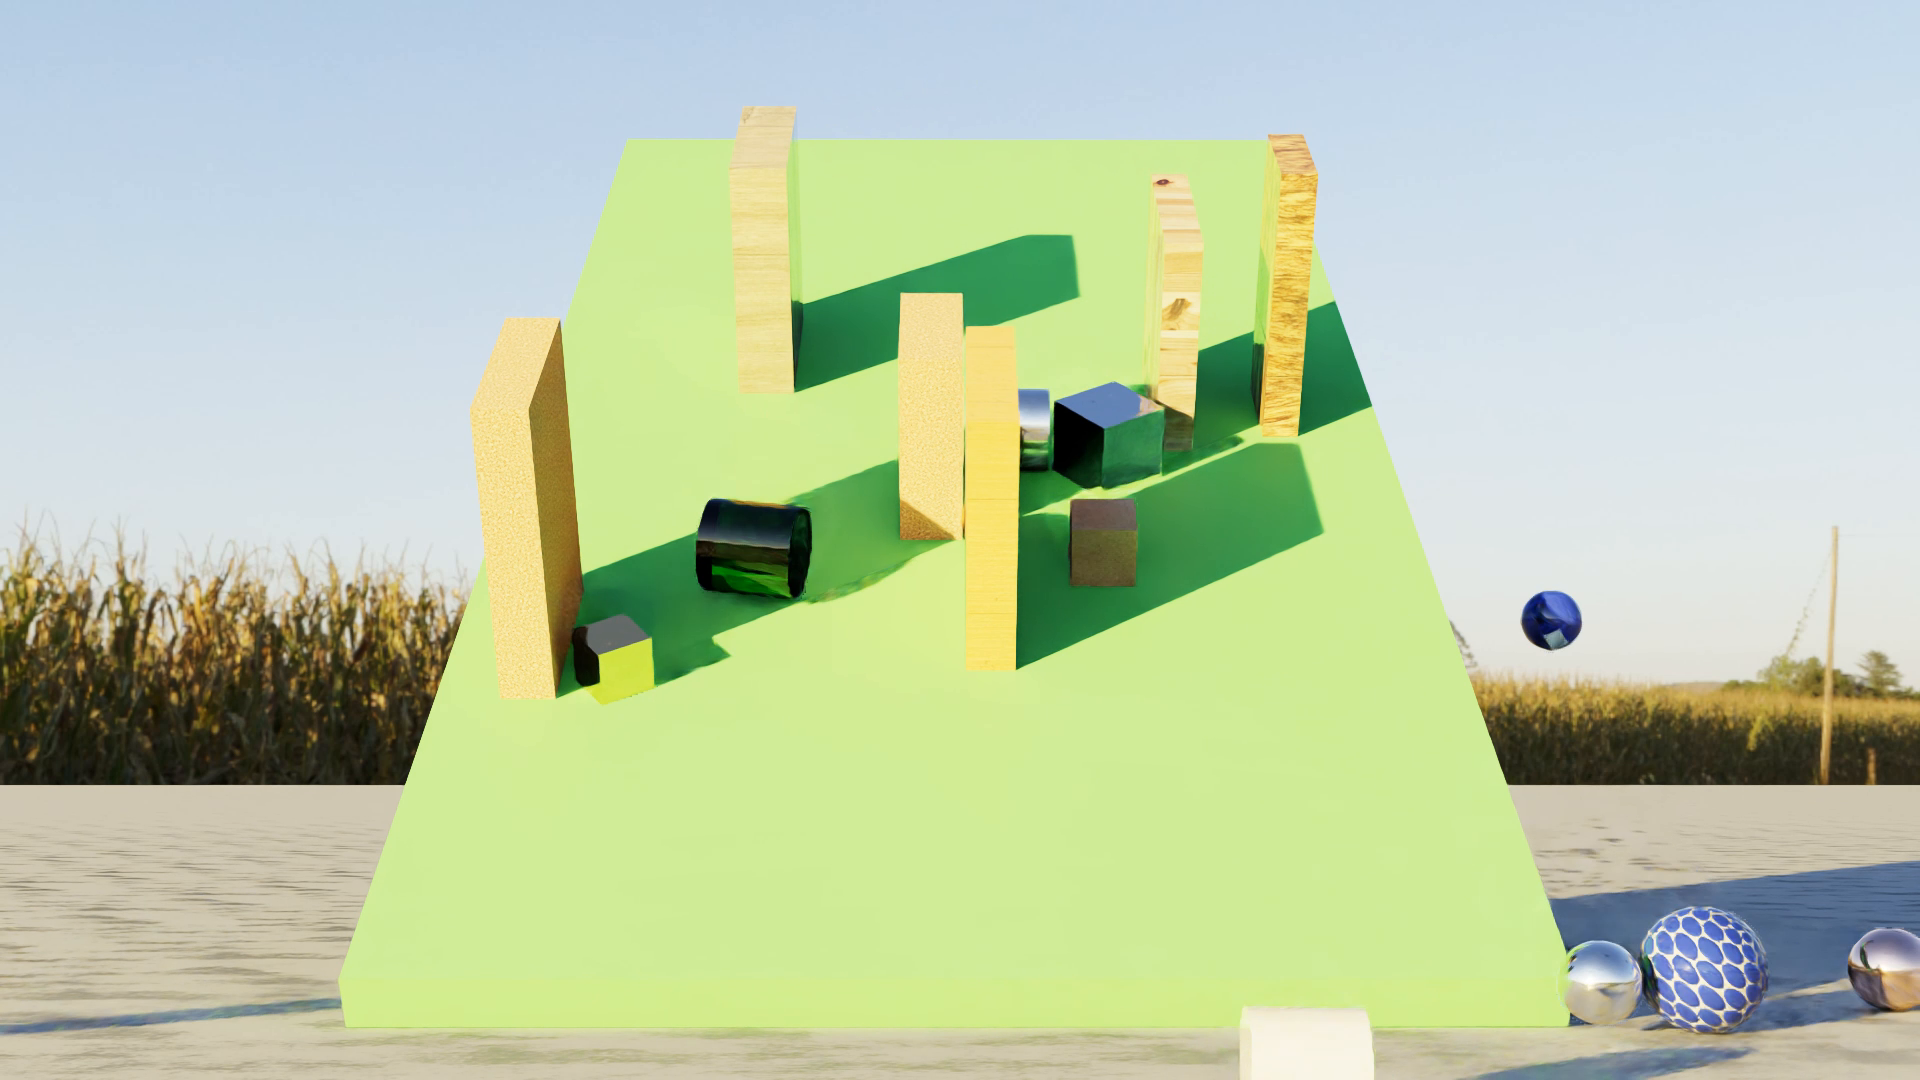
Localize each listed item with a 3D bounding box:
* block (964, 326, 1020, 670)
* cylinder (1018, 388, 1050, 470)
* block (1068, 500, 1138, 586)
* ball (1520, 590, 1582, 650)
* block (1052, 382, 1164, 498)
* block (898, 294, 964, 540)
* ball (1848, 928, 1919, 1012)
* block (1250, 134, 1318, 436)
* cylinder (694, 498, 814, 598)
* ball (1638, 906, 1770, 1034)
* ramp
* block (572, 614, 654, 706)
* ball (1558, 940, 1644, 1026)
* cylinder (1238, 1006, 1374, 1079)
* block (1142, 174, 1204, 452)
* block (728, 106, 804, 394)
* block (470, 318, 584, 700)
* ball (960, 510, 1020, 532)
[{"bbox_3d":[0.060,-0.087,4.760,0.097,0.541,0.435,0,29,0],"label":"block"},{"bbox_3d":[0.107,-0.250,5.422,0.186,0.186,0.186,1,-6,2],"label":"cylinder"},{"bbox_3d":[0.298,0.006,5.014,0.134,0.134,0.134,0,29,0],"label":"block"},{"bbox_3d":[1.365,0.185,5.542,0.140,0.140,0.140,0,-6,0],"label":"ball"},{"bbox_3d":[0.332,-0.227,5.392,0.174,0.174,0.174,-20,35,-32],"label":"block"},{"bbox_3d":[-0.062,-0.270,5.208,0.134,0.426,0.344,0,29,0],"label":"block"},{"bbox_3d":[1.631,0.752,4.206,0.145,0.145,0.145,0,-6,0],"label":"ball"},{"bbox_3d":[0.747,-0.586,5.556,0.082,0.646,0.260,0,29,0],"label":"block"},{"bbox_3d":[-0.421,0.017,4.920,0.192,0.192,0.192,-4,-7,15],"label":"cylinder"},{"bbox_3d":[1.187,0.687,3.837,0.202,0.202,0.202,0,-6,0],"label":"ball"},{"bbox_3d":[-0.012,-0.217,5.655,2.000,0.100,4.000,0,29,0],"label":"ramp"},{"bbox_3d":[-0.668,0.229,4.628,0.113,0.113,0.113,-18,34,-30],"label":"block"},{"bbox_3d":[1.008,0.697,3.781,0.132,0.132,0.132,0,-6,0],"label":"ball"},{"bbox_3d":[0.403,0.615,2.806,0.138,0.138,0.138,1,-6,0],"label":"cylinder"},{"bbox_3d":[0.492,-0.534,5.596,0.085,0.514,0.435,0,29,0],"label":"block"},{"bbox_3d":[-0.467,-0.710,5.848,0.132,0.572,0.438,0,29,0],"label":"block"},{"bbox_3d":[-0.829,-0.064,4.635,0.106,0.617,0.408,0,29,0],"label":"block"},{"bbox_3d":[0.065,-0.041,5.106,0.126,0.126,0.126,0,-6,0],"label":"ball"}]
